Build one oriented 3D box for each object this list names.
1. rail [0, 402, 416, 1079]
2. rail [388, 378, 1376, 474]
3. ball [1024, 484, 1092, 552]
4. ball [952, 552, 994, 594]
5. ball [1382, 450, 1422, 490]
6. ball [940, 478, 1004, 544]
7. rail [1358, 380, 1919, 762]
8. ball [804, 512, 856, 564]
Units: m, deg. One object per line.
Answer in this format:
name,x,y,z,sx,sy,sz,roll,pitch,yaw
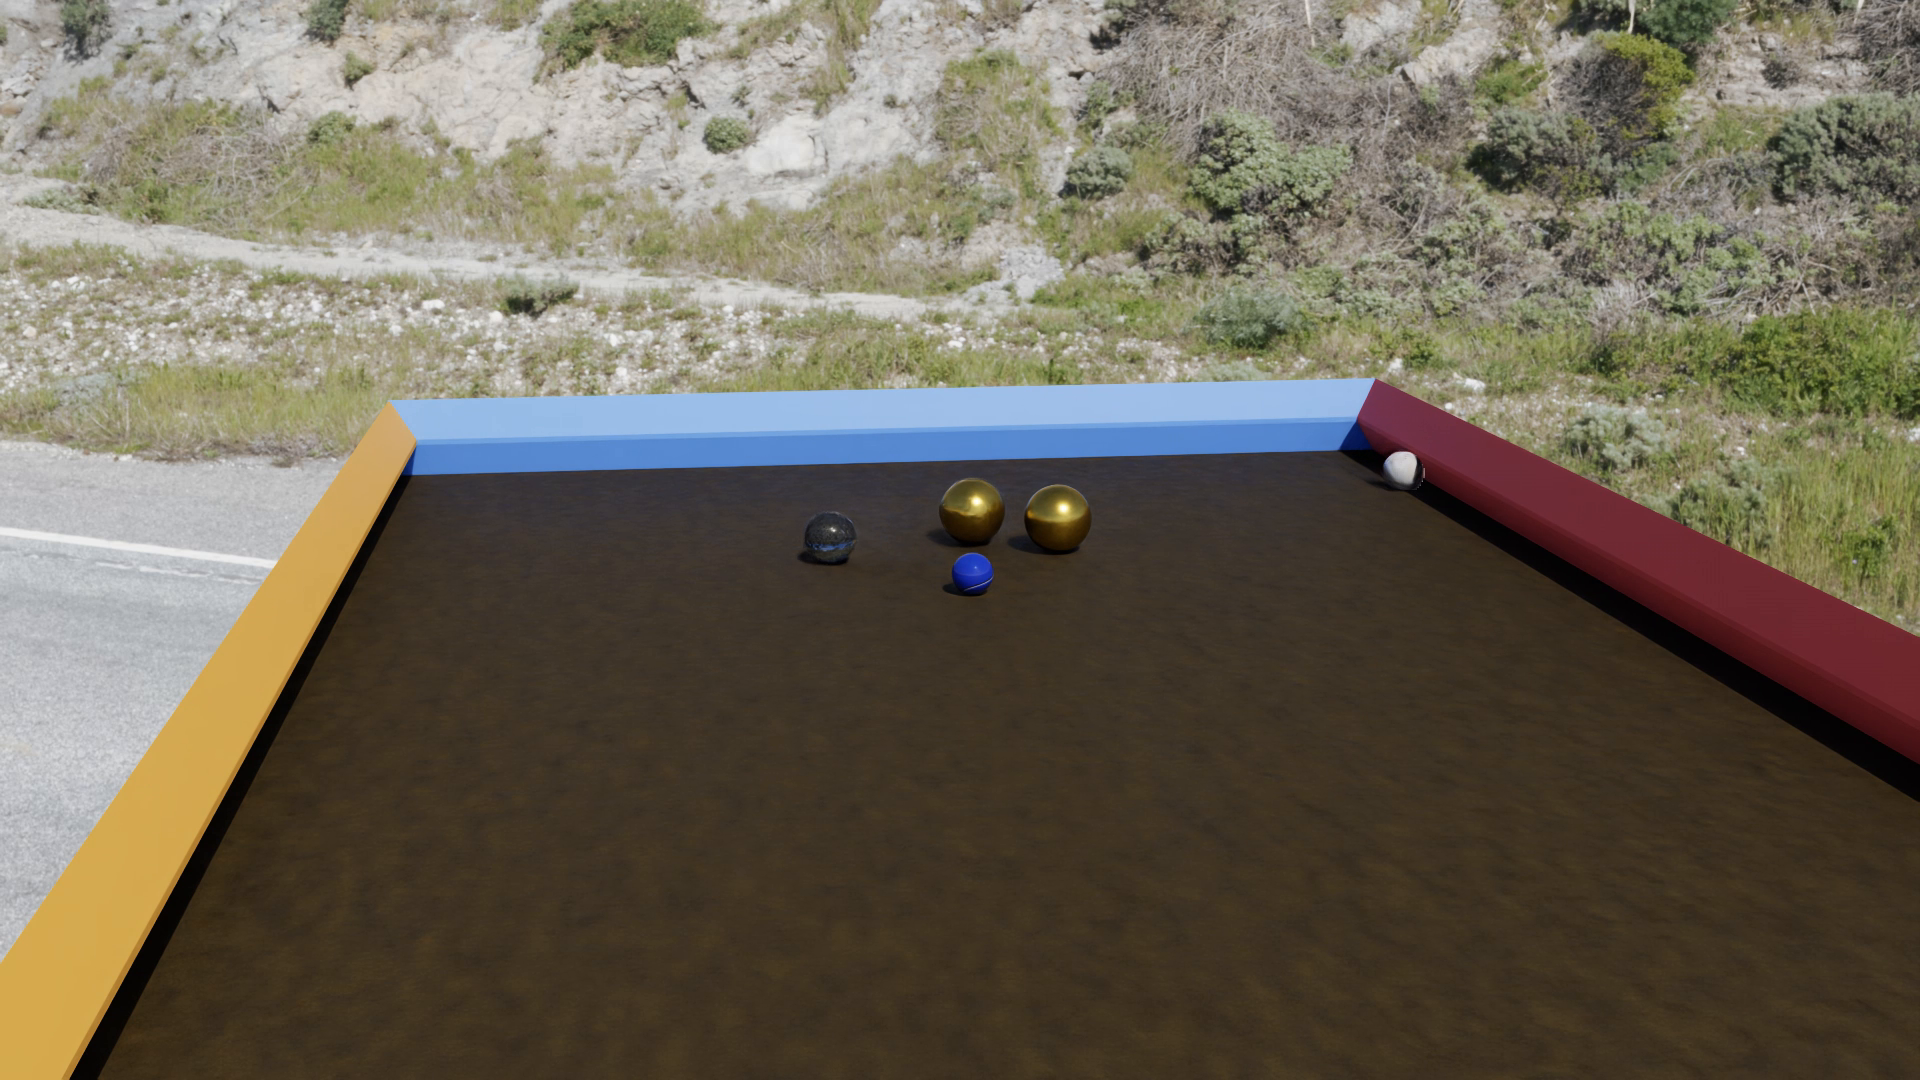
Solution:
rail,-0.670,0.166,2.047,0.045,0.118,2.932,-2,13,-8
rail,-0.098,-0.181,3.544,1.606,0.118,0.045,-2,13,-8
ball,0.131,-0.029,2.955,0.091,0.091,0.091,0,13,0
ball,0.016,0.042,2.735,0.053,0.053,0.053,0,13,0
ball,0.676,-0.106,3.357,0.060,0.060,0.060,0,13,0
ball,0.016,-0.039,3.001,0.089,0.089,0.089,0,13,0
rail,0.873,0.118,2.257,0.045,0.118,2.932,-2,13,-8
ball,-0.170,-0.003,2.894,0.069,0.069,0.069,0,13,0
